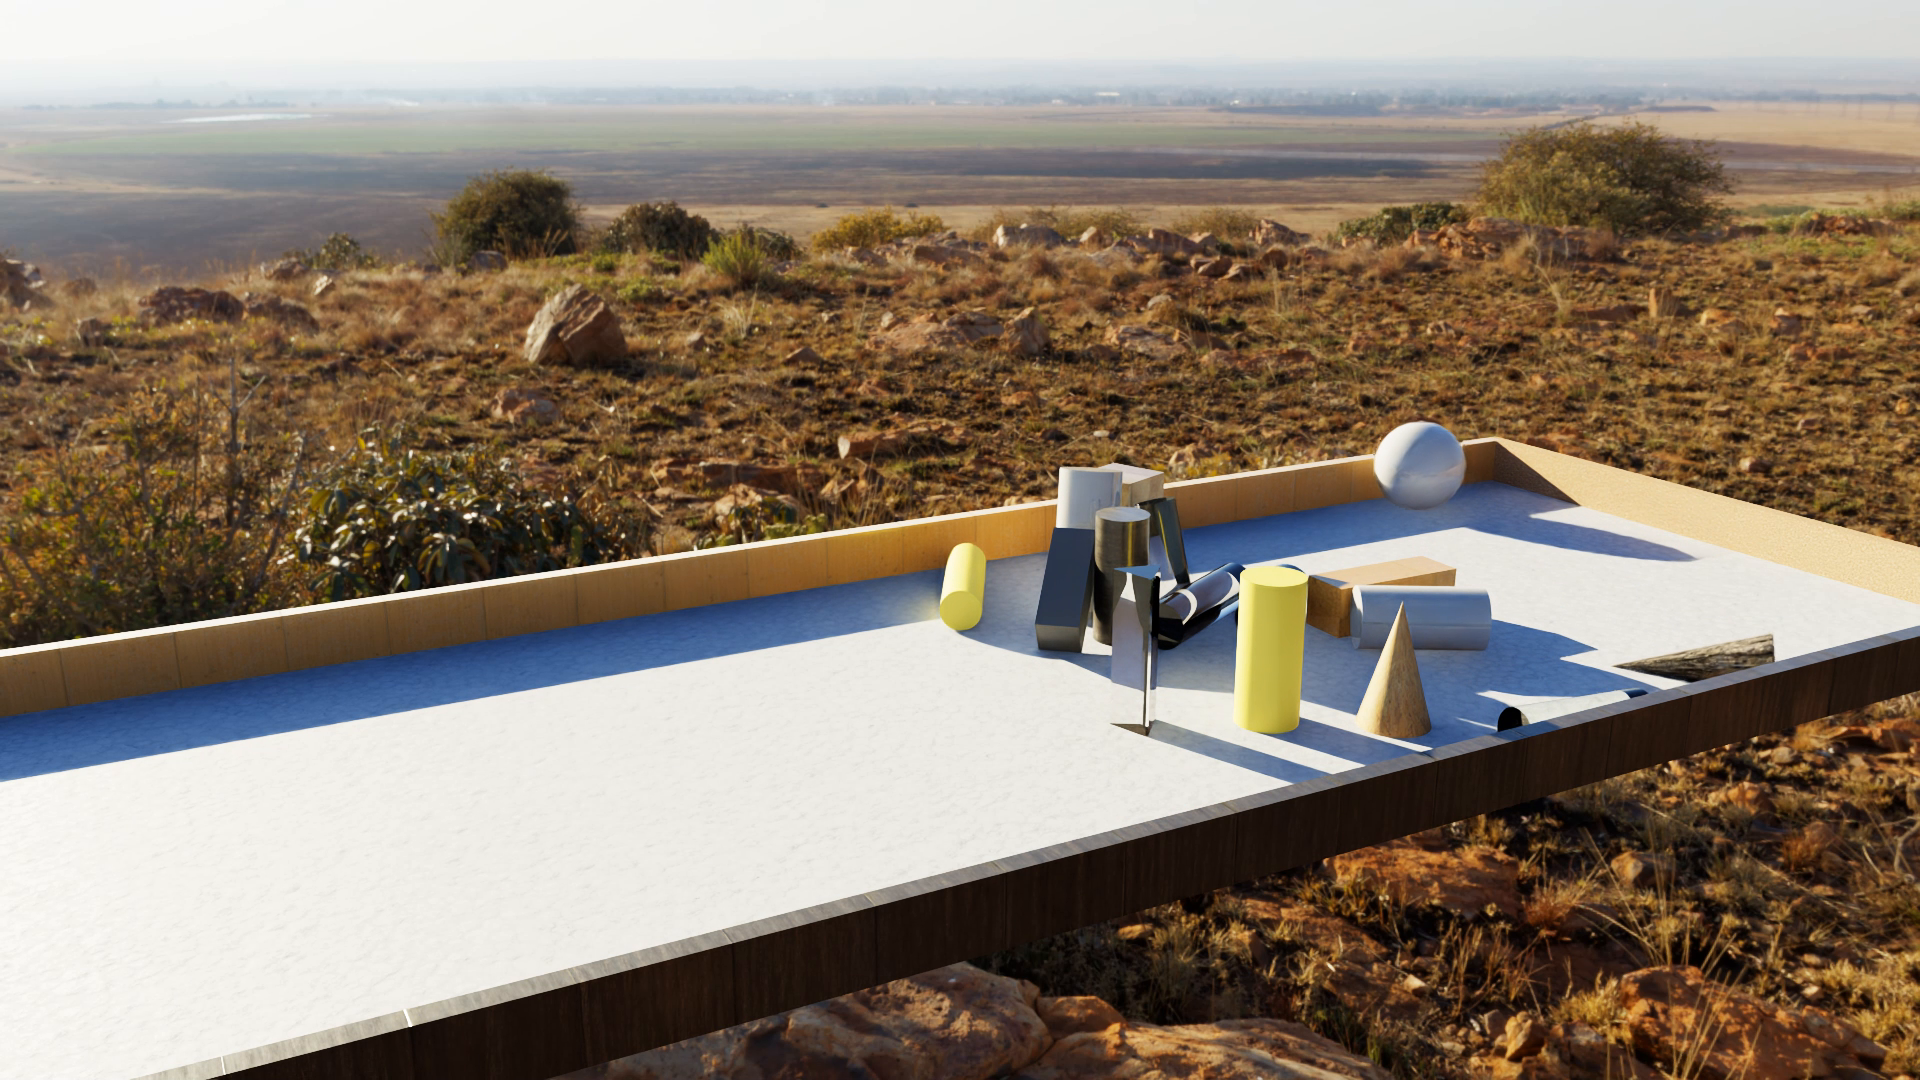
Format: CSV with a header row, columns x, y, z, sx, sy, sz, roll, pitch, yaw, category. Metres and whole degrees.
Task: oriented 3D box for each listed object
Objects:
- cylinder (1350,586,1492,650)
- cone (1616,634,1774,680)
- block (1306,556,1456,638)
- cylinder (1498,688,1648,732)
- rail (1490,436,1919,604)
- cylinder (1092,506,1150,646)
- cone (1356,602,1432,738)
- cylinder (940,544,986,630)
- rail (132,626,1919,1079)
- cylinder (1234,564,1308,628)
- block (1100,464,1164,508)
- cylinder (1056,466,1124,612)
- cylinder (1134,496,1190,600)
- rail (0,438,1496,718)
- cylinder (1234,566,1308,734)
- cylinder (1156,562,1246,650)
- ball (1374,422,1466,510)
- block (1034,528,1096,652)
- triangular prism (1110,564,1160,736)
x,y,z,sx,sy,sz,roll,pitch,yaw,category
1.213,0.206,4.356,0.331,0.169,0.169,1,16,2,cylinder
1.843,0.314,4.162,0.381,0.142,0.142,-4,13,27,cone
1.170,0.155,4.581,0.405,0.139,0.139,-8,18,-26,block
1.392,0.417,3.712,0.341,0.127,0.127,-6,17,-19,cylinder
2.466,-0.048,5.253,0.050,0.150,2.100,-9,18,-27,rail
0.431,0.097,4.408,0.145,0.346,0.145,0,17,0,cylinder
1.020,0.287,3.841,0.174,0.304,0.174,0,16,0,cone
0.011,0.129,4.712,0.116,0.116,0.453,1,16,2,cylinder
-2.336,1.006,1.665,12.000,0.150,0.050,-9,18,-27,rail
0.860,0.173,4.517,0.139,0.139,0.303,7,18,23,cylinder
0.468,-0.028,4.840,0.180,0.345,0.180,13,21,38,block
0.356,-0.004,4.631,0.178,0.389,0.178,3,6,0,cylinder
0.577,0.038,4.657,0.116,0.301,0.116,-12,6,1,cylinder
-3.305,0.497,3.399,12.000,0.150,0.050,-9,18,-27,rail
0.723,0.256,3.849,0.153,0.359,0.153,0,16,0,cylinder
0.657,0.178,4.523,0.129,0.129,0.435,11,20,33,cylinder
1.587,-0.257,5.690,0.305,0.305,0.305,0,16,0,ball
0.288,0.131,4.408,0.115,0.115,0.326,4,52,13,block
0.426,0.250,3.826,0.097,0.382,0.112,-16,23,-43,triangular prism
